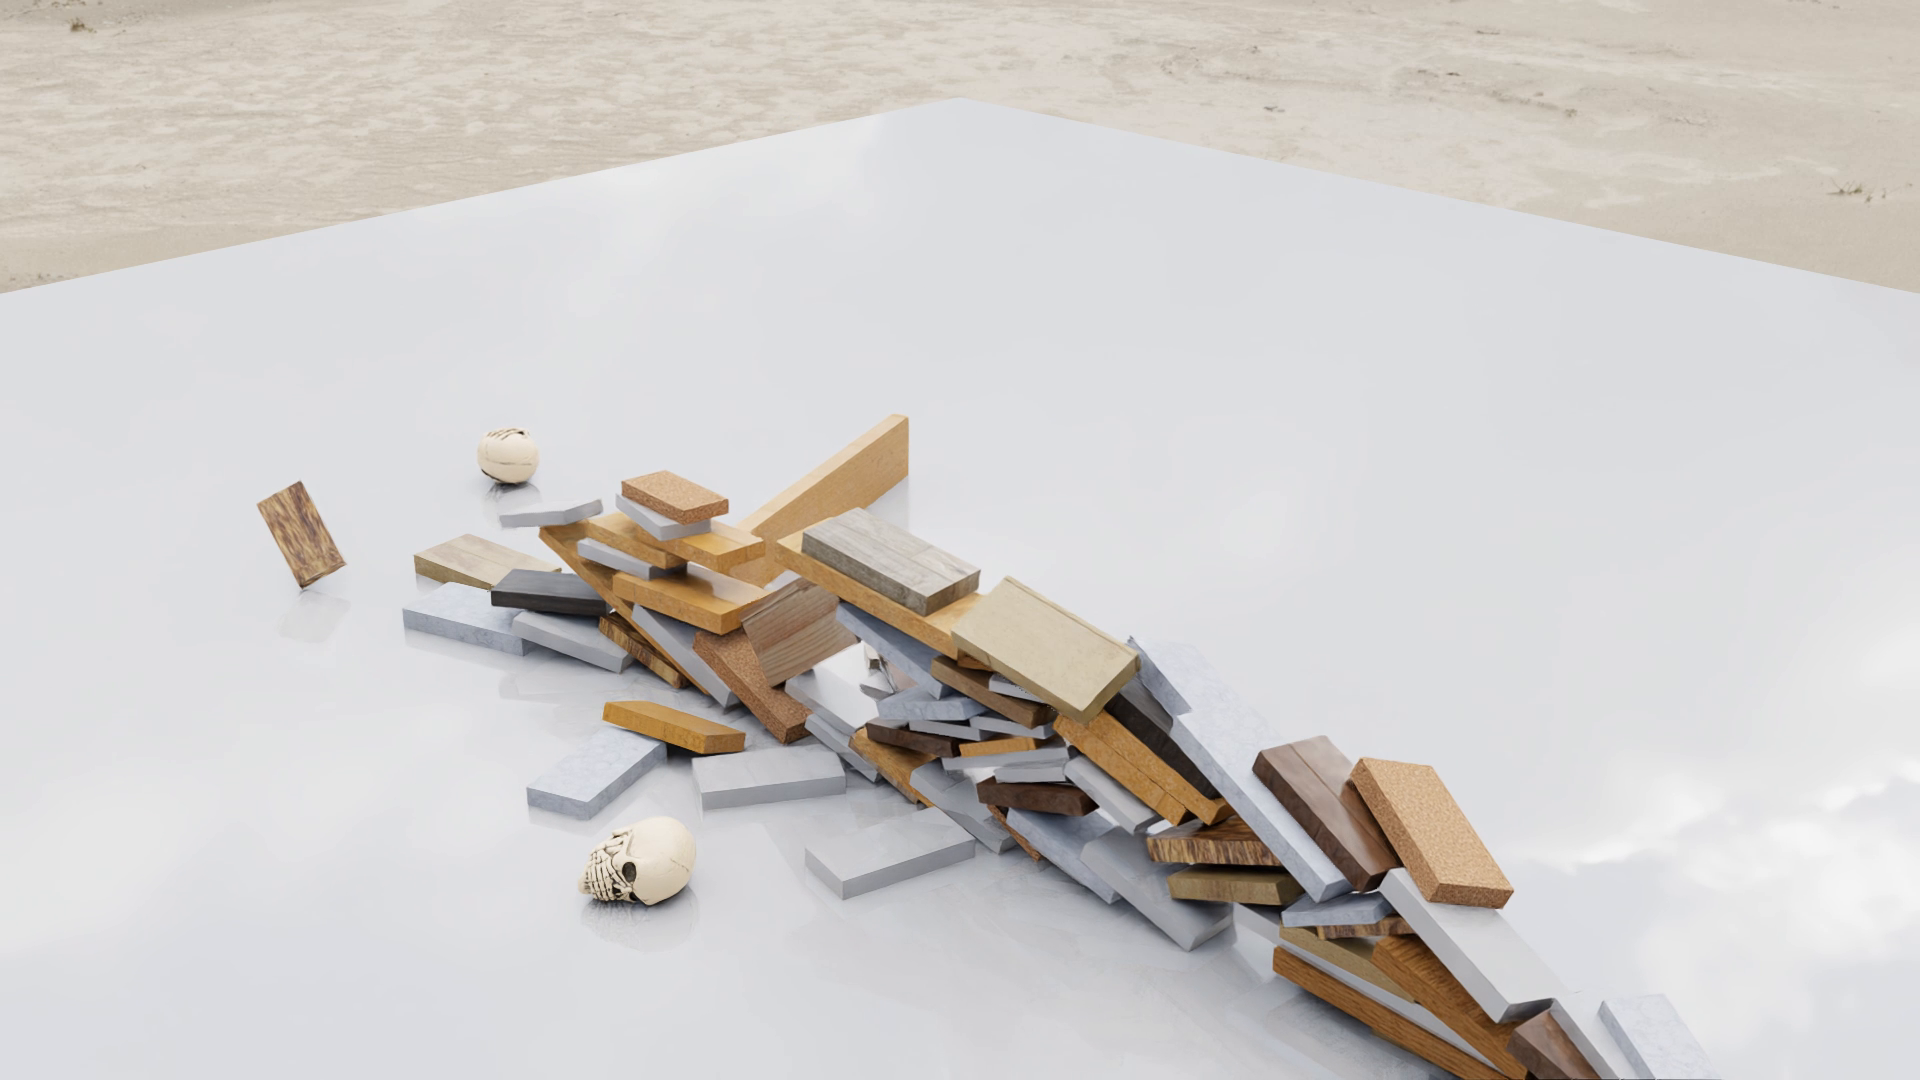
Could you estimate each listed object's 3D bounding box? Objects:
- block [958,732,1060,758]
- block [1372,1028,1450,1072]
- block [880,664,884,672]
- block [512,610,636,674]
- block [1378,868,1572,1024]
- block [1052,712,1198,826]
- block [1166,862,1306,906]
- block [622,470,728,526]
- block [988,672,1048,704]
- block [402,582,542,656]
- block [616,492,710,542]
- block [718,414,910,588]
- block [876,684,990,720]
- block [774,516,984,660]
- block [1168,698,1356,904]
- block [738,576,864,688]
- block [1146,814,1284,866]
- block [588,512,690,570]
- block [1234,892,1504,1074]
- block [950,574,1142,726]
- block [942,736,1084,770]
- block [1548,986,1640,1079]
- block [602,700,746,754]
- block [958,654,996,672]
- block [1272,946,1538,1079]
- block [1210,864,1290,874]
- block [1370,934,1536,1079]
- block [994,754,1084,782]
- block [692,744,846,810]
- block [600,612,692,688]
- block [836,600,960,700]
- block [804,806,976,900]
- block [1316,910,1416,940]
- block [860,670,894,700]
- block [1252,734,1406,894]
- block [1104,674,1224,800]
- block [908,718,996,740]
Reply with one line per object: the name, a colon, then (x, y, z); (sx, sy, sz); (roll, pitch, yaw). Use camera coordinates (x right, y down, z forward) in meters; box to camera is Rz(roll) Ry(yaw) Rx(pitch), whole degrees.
block: (0.098, 0.391, 4.305); (0.184, 0.026, 0.092); (-11, 8, 39)
block: (0.786, 0.846, 3.740); (0.153, 0.022, 0.077); (21, 30, 40)
block: (-0.124, 0.323, 4.965); (0.094, 0.027, 0.188); (-4, 23, -8)
block: (-0.883, 0.219, 5.120); (0.282, 0.040, 0.141); (19, 27, 12)
block: (0.835, 0.652, 3.575); (0.155, 0.044, 0.310); (2, 34, -36)
block: (0.337, 0.415, 4.146); (0.310, 0.044, 0.155); (38, 25, 25)
block: (0.521, 0.610, 3.970); (0.140, 0.040, 0.280); (-18, 6, -37)
block: (-0.648, -0.098, 4.993); (0.123, 0.035, 0.247); (-17, 28, -39)
block: (0.149, 0.278, 4.208); (0.169, 0.024, 0.085); (11, 25, 22)
block: (-1.134, 0.187, 5.256); (0.354, 0.050, 0.177); (11, 26, 25)
block: (-0.676, -0.063, 4.999); (0.123, 0.035, 0.247); (-11, 25, -30)
block: (-0.372, -0.089, 5.742); (0.050, 0.177, 1.011); (11, 25, 22)
block: (-0.033, 0.322, 4.402); (0.132, 0.037, 0.264); (-20, 10, -40)
block: (-0.138, 0.092, 4.427); (0.491, 0.047, 0.166); (27, 35, 31)
block: (0.559, 0.448, 3.840); (0.163, 0.046, 0.429); (-11, 44, -33)
block: (-0.329, 0.178, 4.667); (0.050, 0.177, 0.355); (-21, -5, -40)
block: (0.522, 0.539, 3.981); (0.155, 0.044, 0.368); (-18, 6, -39)
block: (-0.715, -0.006, 5.061); (0.279, 0.040, 0.140); (20, 28, 39)
block: (0.735, 0.732, 3.756); (0.140, 0.040, 0.595); (-18, 29, -37)
block: (0.160, 0.205, 4.151); (0.331, 0.047, 0.166); (31, 62, 32)
block: (0.115, 0.414, 4.303); (0.331, 0.027, 0.094); (-10, 9, 43)
block: (1.021, 0.787, 3.391); (0.111, 0.031, 0.222); (-6, 38, -24)
block: (-0.613, 0.399, 4.708); (0.279, 0.040, 0.140); (14, 5, 30)
block: (0.087, 0.227, 4.262); (0.169, 0.024, 0.085); (4, 21, 39)
block: (0.924, 0.856, 3.574); (0.162, 0.046, 0.958); (-19, 29, -37)
block: (0.569, 0.566, 3.942); (0.089, 0.025, 0.284); (-18, 6, -33)
block: (0.844, 0.739, 3.576); (0.162, 0.046, 0.323); (-17, 40, -36)
block: (0.164, 0.437, 4.231); (0.187, 0.027, 0.094); (-8, 10, 46)
block: (-0.397, 0.489, 4.555); (0.297, 0.042, 0.148); (-5, 24, -13)
block: (-0.687, 0.238, 5.072); (0.282, 0.040, 0.141); (32, 35, 33)
block: (-0.098, 0.205, 4.443); (0.132, 0.037, 0.314); (-20, 44, -41)
block: (-0.135, 0.607, 4.277); (0.297, 0.042, 0.148); (-14, 27, -29)
block: (0.699, 0.639, 3.694); (0.178, 0.025, 0.089); (-12, 5, 36)
block: (-0.125, 0.310, 4.920); (0.094, 0.027, 0.188); (14, 27, 38)
block: (0.656, 0.467, 3.774); (0.155, 0.044, 0.310); (-9, 43, -33)
block: (0.405, 0.357, 4.111); (0.327, 0.046, 0.163); (41, 26, 31)
block: (-0.002, 0.363, 4.391); (0.184, 0.026, 0.092); (5, 18, 41)
